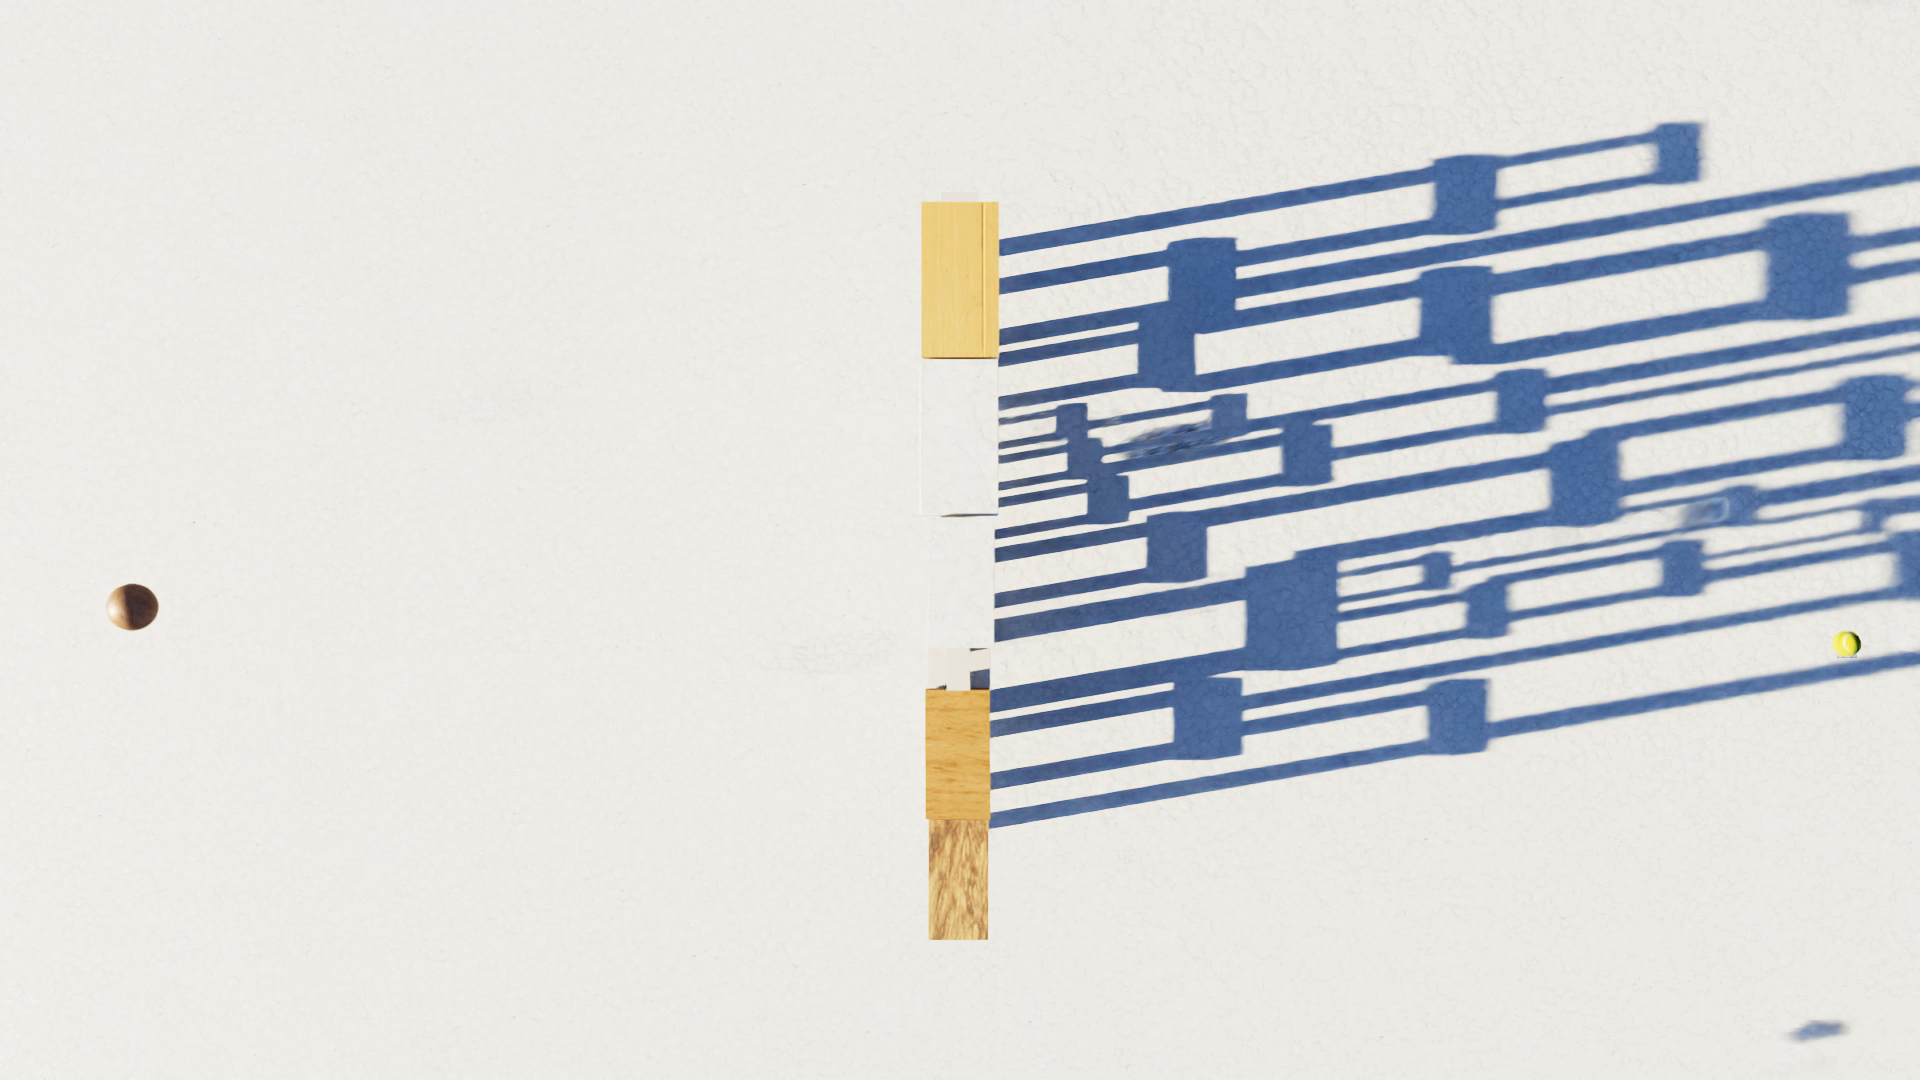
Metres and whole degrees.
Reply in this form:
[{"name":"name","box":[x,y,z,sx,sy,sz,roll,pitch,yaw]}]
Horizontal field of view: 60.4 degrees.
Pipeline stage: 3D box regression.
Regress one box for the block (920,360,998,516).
[{"name":"block","box":[-0.002,-0.235,3.803,0.179,0.051,0.358,0,90,0]}]

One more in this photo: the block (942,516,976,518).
[{"name":"block","box":[-0.001,-0.036,4.260,0.090,0.025,0.179,0,90,0]}]

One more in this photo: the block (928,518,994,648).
[{"name":"block","box":[0.004,0.097,3.777,0.149,0.042,0.297,0,90,0]}]

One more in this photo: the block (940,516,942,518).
[{"name":"block","box":[-0.004,-0.144,4.867,0.106,0.030,0.212,0,90,0]}]

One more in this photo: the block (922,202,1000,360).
[{"name":"block","box":[0.001,-0.596,3.794,0.177,0.050,0.355,0,90,0]}]

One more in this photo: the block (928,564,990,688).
[{"name":"block","box":[-0.003,0.215,4.118,0.156,0.044,0.312,0,90,0]}]

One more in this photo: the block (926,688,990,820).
[{"name":"block","box":[-0.006,0.526,4.062,0.158,0.045,0.317,0,90,0]}]

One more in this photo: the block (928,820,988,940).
[{"name":"block","box":[-0.004,0.838,4.085,0.148,0.042,0.296,0,90,0]}]

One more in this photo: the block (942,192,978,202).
[{"name":"block","box":[-0.001,-0.882,4.692,0.104,0.029,0.207,0,90,0]}]

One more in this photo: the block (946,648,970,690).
[{"name":"block","box":[-0.004,0.306,3.976,0.056,0.016,0.112,-1,90,0]}]
